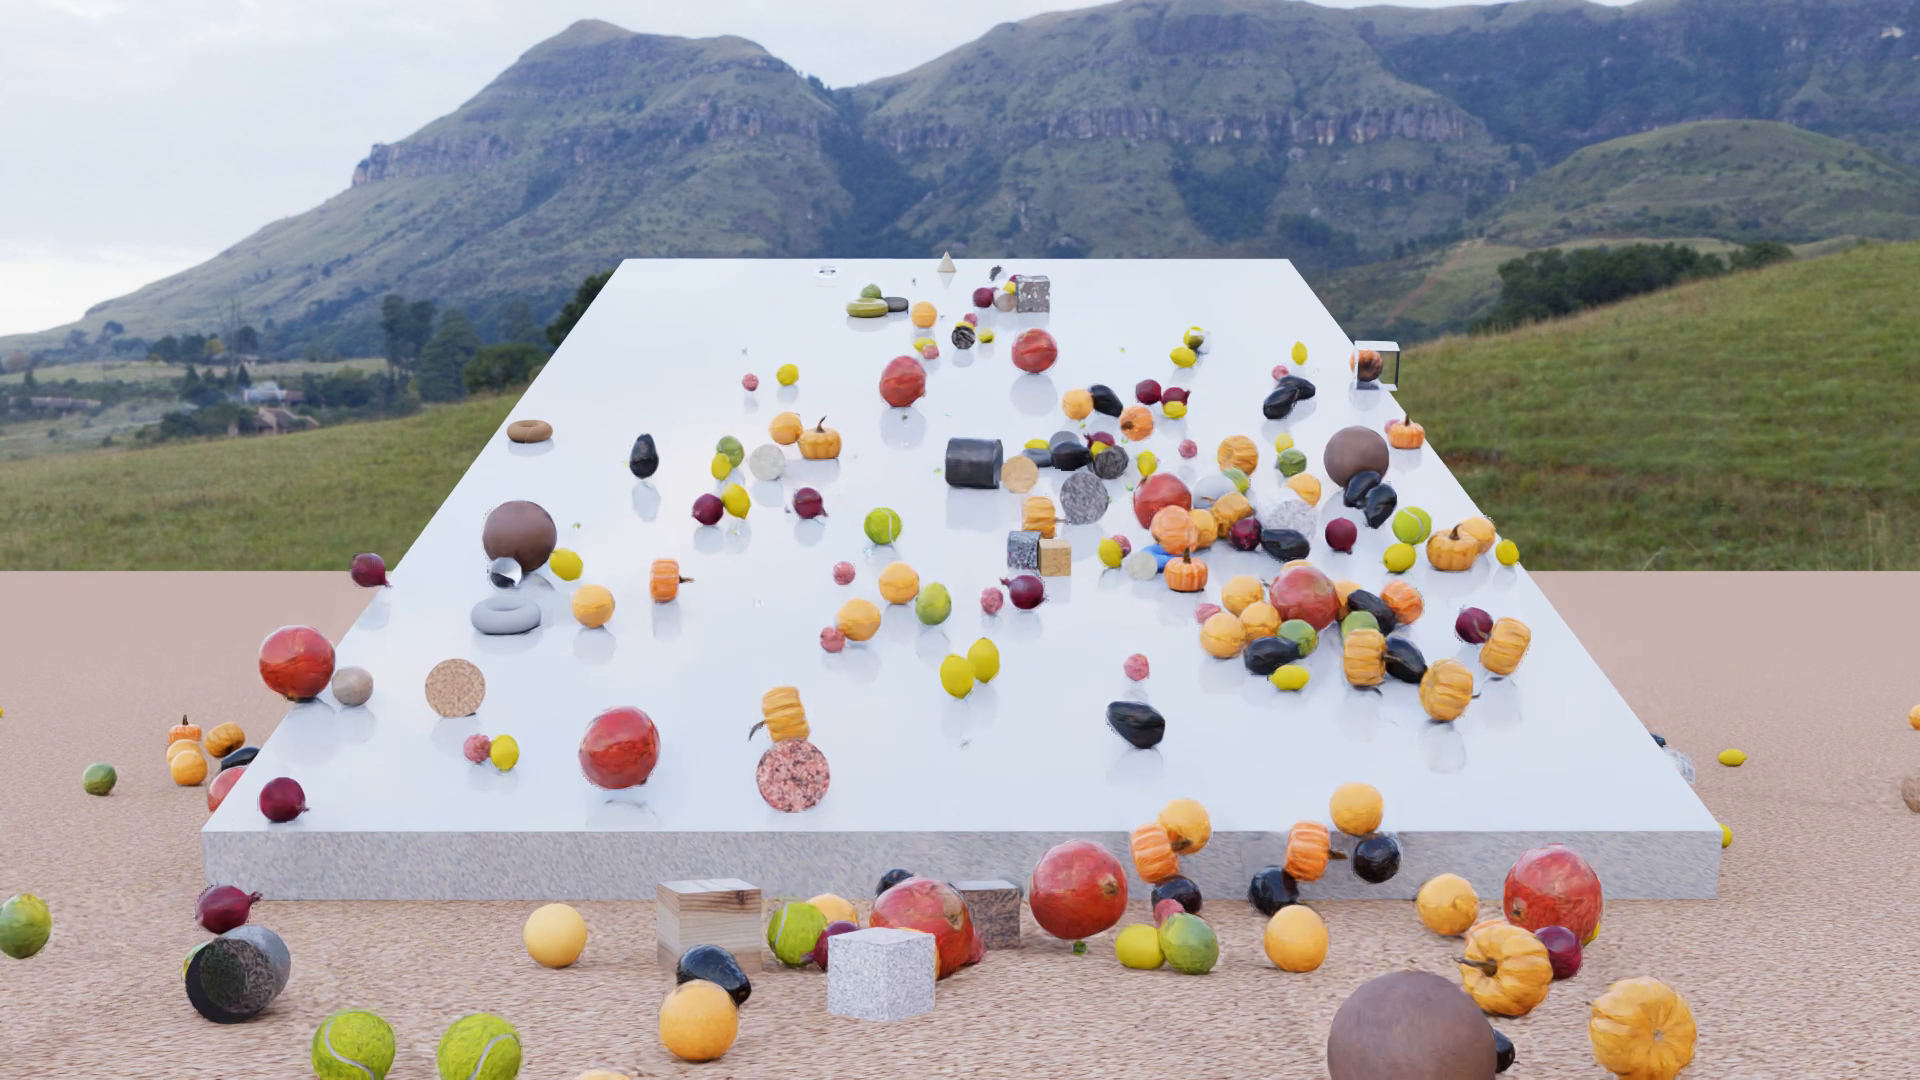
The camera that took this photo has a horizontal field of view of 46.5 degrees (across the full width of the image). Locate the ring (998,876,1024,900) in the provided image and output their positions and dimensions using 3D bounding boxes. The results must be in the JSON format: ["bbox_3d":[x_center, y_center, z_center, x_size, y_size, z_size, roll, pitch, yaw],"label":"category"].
[{"bbox_3d":[0.033,0.440,2.691,0.097,0.032,0.097,-29,-22,-12],"label":"ring"}]

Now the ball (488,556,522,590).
[{"bbox_3d":[-0.782,0.057,3.848,0.056,0.056,0.056,0,-1,0],"label":"ball"}]

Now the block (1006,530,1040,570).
[{"bbox_3d":[0.113,0.018,3.974,0.054,0.054,0.054,3,18,8],"label":"block"}]

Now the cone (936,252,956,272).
[{"bbox_3d":[-0.039,-0.819,6.555,0.060,0.060,0.060,0,18,0],"label":"cone"}]

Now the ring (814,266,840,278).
[{"bbox_3d":[-0.383,-0.775,6.470,0.080,0.027,0.080,-1,22,0],"label":"ring"}]

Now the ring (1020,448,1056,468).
[{"bbox_3d":[0.159,-0.169,4.600,0.075,0.025,0.075,4,19,-1],"label":"ring"}]

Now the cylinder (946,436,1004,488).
[{"bbox_3d":[0.028,-0.155,4.439,0.096,0.096,0.096,4,0,13],"label":"cylinder"}]

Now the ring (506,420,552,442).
[{"bbox_3d":[-0.921,-0.233,4.784,0.098,0.033,0.098,1,17,0],"label":"ring"}]

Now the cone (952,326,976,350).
[{"bbox_3d":[0.005,-0.502,5.626,0.061,0.061,0.061,0,-9,-6],"label":"cone"}]

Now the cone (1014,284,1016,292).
[{"bbox_3d":[0.182,-0.680,6.173,0.067,0.067,0.067,0,-22,1],"label":"cone"}]

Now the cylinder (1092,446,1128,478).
[{"bbox_3d":[0.304,-0.156,4.509,0.057,0.057,0.057,0,16,23],"label":"cylinder"}]

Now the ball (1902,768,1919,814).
[{"bbox_3d":[1.711,0.444,3.950,0.088,0.088,0.088,0,-1,0],"label":"ball"}]

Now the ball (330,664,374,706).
[{"bbox_3d":[-0.908,0.217,3.340,0.062,0.062,0.062,0,-1,0],"label":"ball"}]

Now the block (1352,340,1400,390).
[{"bbox_3d":[0.974,-0.408,5.230,0.095,0.095,0.095,2,18,5],"label":"block"}]

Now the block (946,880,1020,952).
[{"bbox_3d":[0.027,0.438,2.608,0.071,0.071,0.071,0,-1,-14],"label":"block"}]

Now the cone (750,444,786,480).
[{"bbox_3d":[-0.378,-0.150,4.525,0.076,0.076,0.076,0,-9,14],"label":"cone"}]

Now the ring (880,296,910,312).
[{"bbox_3d":[-0.180,-0.637,6.042,0.087,0.029,0.087,1,19,0],"label":"ring"}]

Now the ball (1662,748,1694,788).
[{"bbox_3d":[1.108,0.371,3.516,0.088,0.088,0.088,0,-1,0],"label":"ball"}]

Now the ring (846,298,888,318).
[{"bbox_3d":[-0.249,-0.621,5.975,0.117,0.039,0.117,1,17,0],"label":"ring"}]

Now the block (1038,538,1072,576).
[{"bbox_3d":[0.166,0.031,3.937,0.052,0.052,0.052,-1,18,-5],"label":"block"}]

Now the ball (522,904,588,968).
[{"bbox_3d":[-0.448,0.437,2.471,0.070,0.070,0.070,0,-1,0],"label":"ball"}]

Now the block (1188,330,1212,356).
[{"bbox_3d":[0.595,-0.489,5.548,0.052,0.052,0.052,3,18,8],"label":"block"}]

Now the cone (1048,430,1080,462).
[{"bbox_3d":[0.214,-0.189,4.653,0.067,0.067,0.067,0,-9,-4],"label":"cone"}]

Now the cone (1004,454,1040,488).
[{"bbox_3d":[0.113,-0.124,4.447,0.075,0.075,0.075,0,-20,-15],"label":"cone"}]

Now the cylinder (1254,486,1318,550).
[{"bbox_3d":[0.591,-0.041,4.063,0.094,0.094,0.094,0,17,-8],"label":"cylinder"}]

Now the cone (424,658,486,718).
[{"bbox_3d":[-0.751,0.226,3.350,0.089,0.089,0.089,0,-9,-5],"label":"cone"}]

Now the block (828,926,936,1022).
[{"bbox_3d":[-0.078,0.431,2.221,0.076,0.076,0.076,0,-1,38],"label":"block"}]

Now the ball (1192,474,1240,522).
[{"bbox_3d":[0.482,-0.079,4.218,0.090,0.090,0.090,0,-1,0],"label":"ball"}]

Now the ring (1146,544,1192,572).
[{"bbox_3d":[0.365,0.033,3.964,0.097,0.032,0.097,2,17,-1],"label":"ring"}]

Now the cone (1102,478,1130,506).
[{"bbox_3d":[0.289,-0.081,4.328,0.072,0.072,0.072,4,7,-1],"label":"cone"}]

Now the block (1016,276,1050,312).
[{"bbox_3d":[0.196,-0.665,6.038,0.084,0.084,0.084,-1,18,-4],"label":"block"}]

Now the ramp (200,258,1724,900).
[{"bbox_3d":[-0.003,-0.185,4.853,2.000,0.100,4.000,0,18,0],"label":"ramp"}]

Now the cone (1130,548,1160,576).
[{"bbox_3d":[0.322,0.051,3.923,0.053,0.053,0.053,0,-24,1],"label":"cone"}]

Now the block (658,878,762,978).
[{"bbox_3d":[-0.277,0.426,2.460,0.091,0.091,0.091,0,-1,-23],"label":"block"}]

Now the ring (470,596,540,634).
[{"bbox_3d":[-0.747,0.123,3.672,0.115,0.038,0.115,1,18,0],"label":"ring"}]
